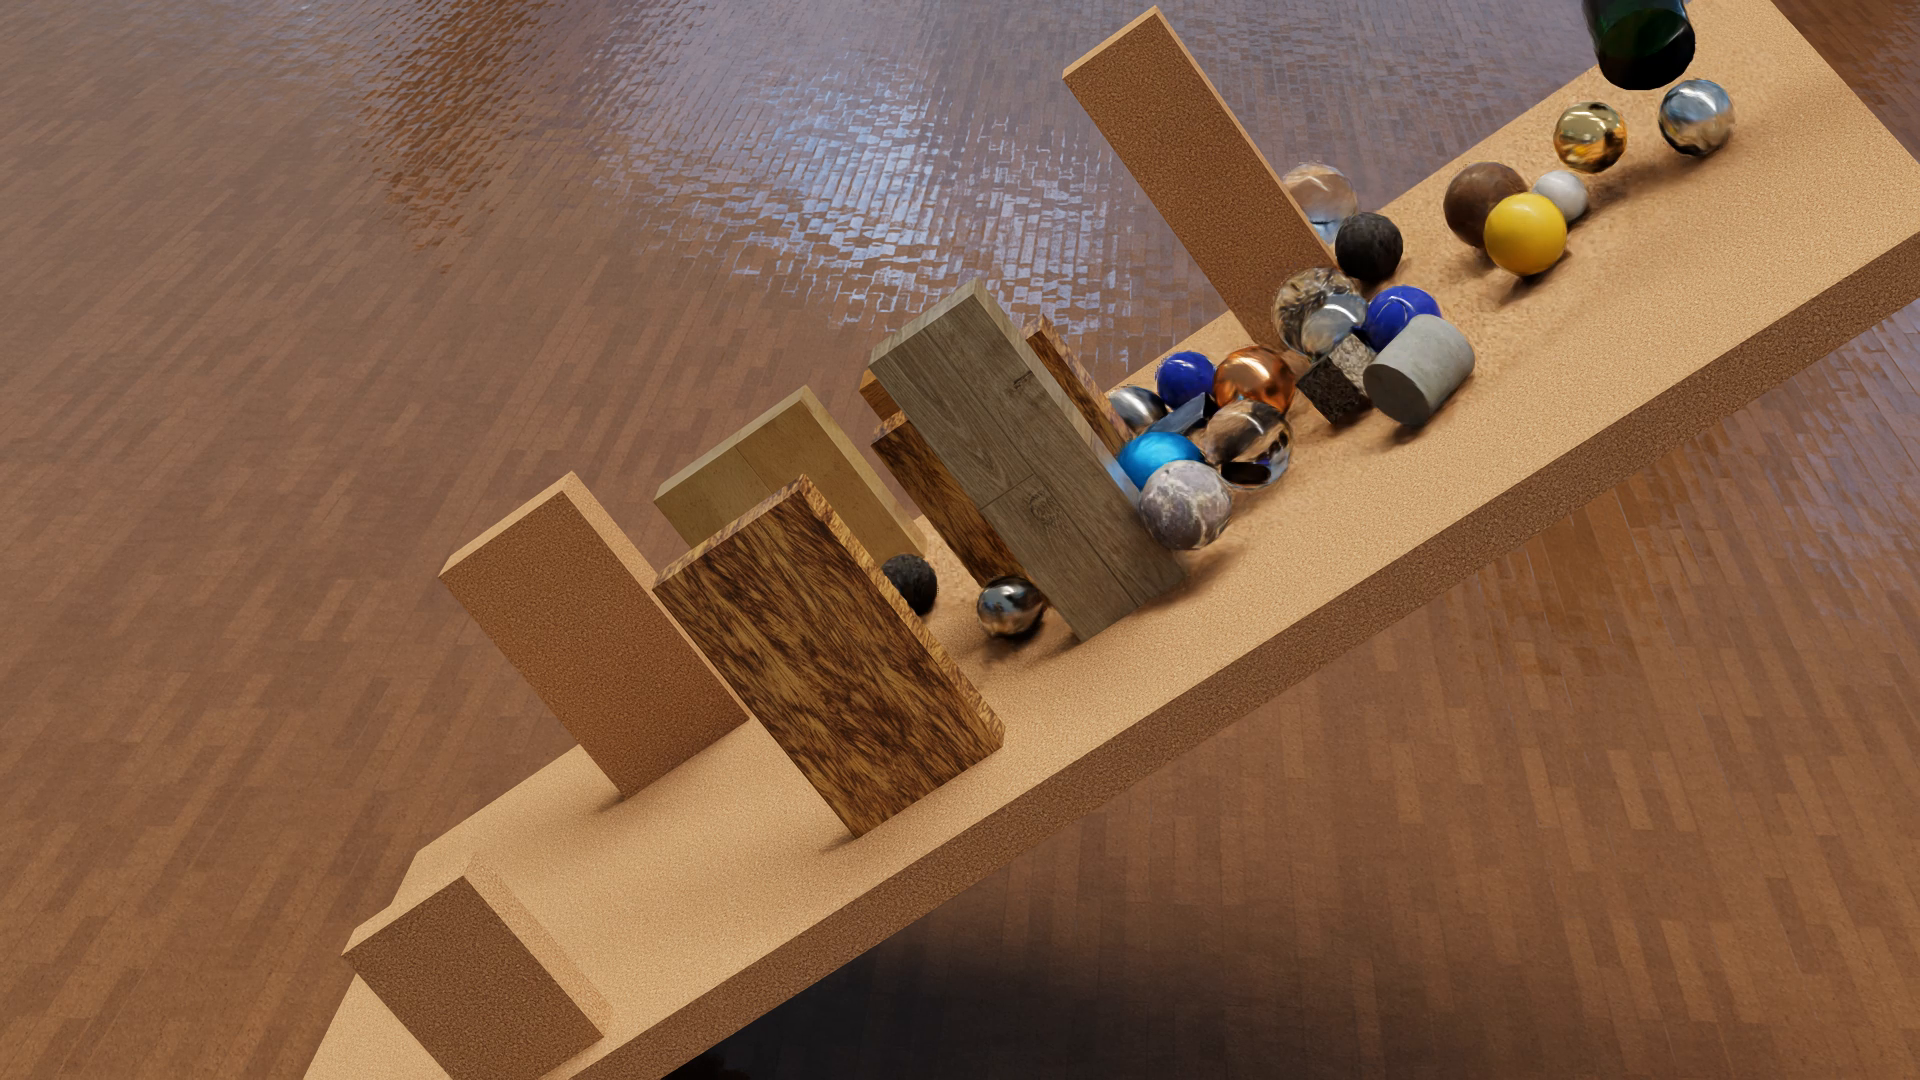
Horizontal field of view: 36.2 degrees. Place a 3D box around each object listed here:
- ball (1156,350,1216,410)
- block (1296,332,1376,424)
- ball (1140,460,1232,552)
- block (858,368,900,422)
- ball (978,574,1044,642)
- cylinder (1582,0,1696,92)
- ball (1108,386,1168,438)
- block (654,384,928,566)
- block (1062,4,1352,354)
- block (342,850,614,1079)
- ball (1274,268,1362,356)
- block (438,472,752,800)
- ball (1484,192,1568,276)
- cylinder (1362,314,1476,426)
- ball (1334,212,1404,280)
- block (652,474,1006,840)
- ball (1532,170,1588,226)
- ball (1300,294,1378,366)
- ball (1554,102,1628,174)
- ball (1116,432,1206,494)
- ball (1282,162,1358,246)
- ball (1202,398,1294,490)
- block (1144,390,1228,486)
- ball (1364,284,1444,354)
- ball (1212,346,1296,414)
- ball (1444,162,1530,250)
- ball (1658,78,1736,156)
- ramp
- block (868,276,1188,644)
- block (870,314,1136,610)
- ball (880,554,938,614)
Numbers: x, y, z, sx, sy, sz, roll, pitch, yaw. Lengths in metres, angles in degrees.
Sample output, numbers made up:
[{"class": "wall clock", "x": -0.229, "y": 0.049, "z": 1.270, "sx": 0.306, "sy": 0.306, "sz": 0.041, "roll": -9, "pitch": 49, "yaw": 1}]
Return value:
[{"class": "ball", "x": 0.507, "y": -0.349, "z": 6.530, "sx": 0.140, "sy": 0.140, "sz": 0.140, "roll": 0, "pitch": 22, "yaw": 0}, {"class": "block", "x": 0.763, "y": -0.323, "z": 5.874, "sx": 0.109, "sy": 0.109, "sz": 0.109, "roll": 47, "pitch": 46, "yaw": -1}, {"class": "ball", "x": 0.434, "y": -0.067, "z": 5.656, "sx": 0.176, "sy": 0.176, "sz": 0.176, "roll": 0, "pitch": 22, "yaw": 0}, {"class": "block", "x": 0.065, "y": -0.184, "z": 6.231, "sx": 0.254, "sy": 0.573, "sz": 0.124, "roll": -33, "pitch": 16, "yaw": 16}, {"class": "ball", "x": 0.104, "y": 0.140, "z": 6.038, "sx": 0.137, "sy": 0.137, "sz": 0.137, "roll": 0, "pitch": 22, "yaw": 0}, {"class": "cylinder", "x": 1.360, "y": -1.036, "z": 5.901, "sx": 0.193, "sy": 0.193, "sz": 0.193, "roll": 0, "pitch": 42, "yaw": -1}, {"class": "ball", "x": 0.387, "y": -0.264, "z": 6.529, "sx": 0.153, "sy": 0.153, "sz": 0.153, "roll": 0, "pitch": 22, "yaw": 0}, {"class": "block", "x": -0.403, "y": -0.046, "z": 7.044, "sx": 0.445, "sy": 0.486, "sz": 0.112, "roll": -33, "pitch": 16, "yaw": 16}, {"class": "block", "x": 0.553, "y": -0.773, "z": 6.424, "sx": 0.244, "sy": 0.785, "sz": 0.086, "roll": -33, "pitch": 16, "yaw": 16}, {"class": "block", "x": -0.939, "y": 0.864, "z": 5.743, "sx": 0.312, "sy": 0.431, "sz": 0.104, "roll": -33, "pitch": 16, "yaw": 16}, {"class": "ball", "x": 0.762, "y": -0.482, "z": 6.239, "sx": 0.193, "sy": 0.193, "sz": 0.193, "roll": 0, "pitch": 22, "yaw": 0}, {"class": "block", "x": -0.838, "y": 0.226, "z": 6.844, "sx": 0.372, "sy": 0.695, "sz": 0.124, "roll": -33, "pitch": 16, "yaw": 16}, {"class": "ball", "x": 1.123, "y": -0.607, "z": 5.844, "sx": 0.164, "sy": 0.164, "sz": 0.164, "roll": 0, "pitch": 22, "yaw": 0}, {"class": "cylinder", "x": 0.875, "y": -0.324, "z": 5.609, "sx": 0.153, "sy": 0.153, "sz": 0.153, "roll": 21, "pitch": 57, "yaw": 42}, {"class": "ball", "x": 0.901, "y": -0.646, "z": 6.481, "sx": 0.150, "sy": 0.150, "sz": 0.150, "roll": 0, "pitch": 22, "yaw": 0}, {"class": "block", "x": -0.246, "y": 0.228, "z": 5.619, "sx": 0.353, "sy": 0.641, "sz": 0.088, "roll": -33, "pitch": 16, "yaw": 16}, {"class": "ball", "x": 1.218, "y": -0.694, "z": 5.979, "sx": 0.113, "sy": 0.113, "sz": 0.113, "roll": 0, "pitch": 22, "yaw": 0}, {"class": "ball", "x": 0.787, "y": -0.421, "z": 6.047, "sx": 0.172, "sy": 0.172, "sz": 0.172, "roll": 0, "pitch": 22, "yaw": 0}, {"class": "ball", "x": 1.281, "y": -0.818, "z": 5.980, "sx": 0.148, "sy": 0.148, "sz": 0.148, "roll": 0, "pitch": 22, "yaw": 0}, {"class": "ball", "x": 0.402, "y": -0.119, "z": 5.886, "sx": 0.197, "sy": 0.197, "sz": 0.197, "roll": 0, "pitch": 22, "yaw": 0}, {"class": "ball", "x": 0.806, "y": -0.759, "z": 6.681, "sx": 0.194, "sy": 0.194, "sz": 0.194, "roll": 0, "pitch": 22, "yaw": 0}, {"class": "ball", "x": 0.574, "y": -0.190, "z": 5.849, "sx": 0.181, "sy": 0.181, "sz": 0.181, "roll": 0, "pitch": 22, "yaw": 0}, {"class": "block", "x": 0.486, "y": -0.183, "z": 6.079, "sx": 0.152, "sy": 0.152, "sz": 0.152, "roll": -33, "pitch": 16, "yaw": 19}, {"class": "ball", "x": 0.887, "y": -0.431, "z": 5.881, "sx": 0.157, "sy": 0.157, "sz": 0.157, "roll": 0, "pitch": 22, "yaw": 0}, {"class": "ball", "x": 0.608, "y": -0.315, "z": 6.087, "sx": 0.171, "sy": 0.171, "sz": 0.171, "roll": 0, "pitch": 22, "yaw": 0}, {"class": "ball", "x": 1.099, "y": -0.697, "z": 6.125, "sx": 0.181, "sy": 0.181, "sz": 0.181, "roll": 0, "pitch": 22, "yaw": 0}, {"class": "ball", "x": 1.449, "y": -0.832, "z": 5.786, "sx": 0.149, "sy": 0.149, "sz": 0.149, "roll": 0, "pitch": 22, "yaw": 0}, {"class": "ramp", "x": 0.132, "y": 0.177, "z": 6.315, "sx": 4.000, "sy": 0.100, "sz": 2.000, "roll": -33, "pitch": 16, "yaw": 16}, {"class": "block", "x": 0.137, "y": -0.152, "z": 5.727, "sx": 0.251, "sy": 0.705, "sz": 0.115, "roll": -33, "pitch": 16, "yaw": 16}, {"class": "block", "x": 0.141, "y": -0.137, "z": 6.058, "sx": 0.430, "sy": 0.502, "sz": 0.110, "roll": -33, "pitch": 16, "yaw": 16}, {"class": "ball", "x": -0.121, "y": 0.104, "z": 6.633, "sx": 0.143, "sy": 0.143, "sz": 0.143, "roll": 0, "pitch": 22, "yaw": 0}]
